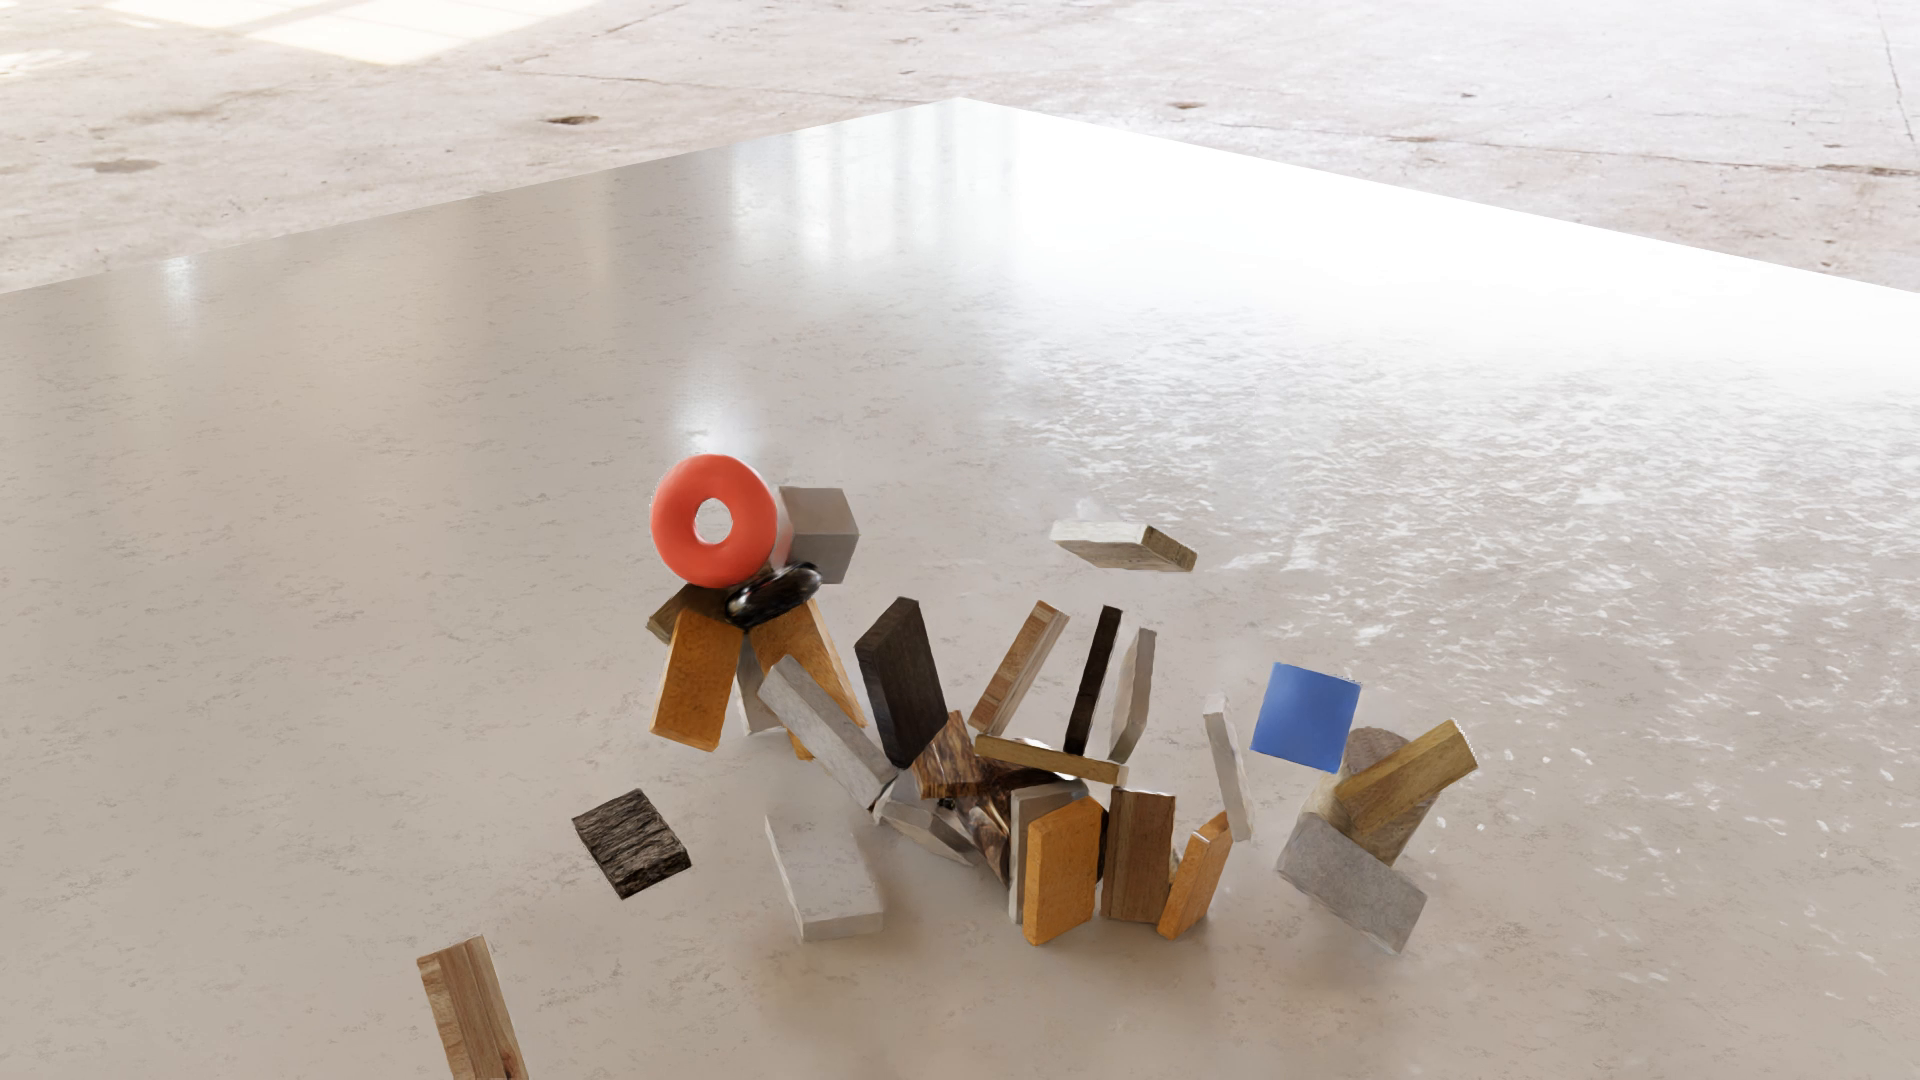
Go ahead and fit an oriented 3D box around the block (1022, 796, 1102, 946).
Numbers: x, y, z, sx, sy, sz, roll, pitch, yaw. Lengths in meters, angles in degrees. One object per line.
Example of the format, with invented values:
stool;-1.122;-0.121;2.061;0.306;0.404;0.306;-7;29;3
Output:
block;0.184;0.600;3.982;0.135;0.271;0.038;-20;40;-29

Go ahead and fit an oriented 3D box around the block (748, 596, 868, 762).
block;-0.326;0.292;4.670;0.157;0.315;0.045;-33;-24;18

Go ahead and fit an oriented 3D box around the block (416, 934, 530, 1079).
block;-0.777;0.785;3.530;0.039;0.278;0.139;-21;-5;19

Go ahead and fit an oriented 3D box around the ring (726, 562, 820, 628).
ring;-0.394;0.115;4.624;0.219;0.073;0.219;-25;7;4

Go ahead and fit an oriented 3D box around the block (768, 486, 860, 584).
block;-0.325;-0.009;4.764;0.148;0.148;0.148;1;43;-25

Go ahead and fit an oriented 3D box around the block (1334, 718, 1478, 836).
block;0.791;0.422;3.897;0.240;0.120;0.034;-32;42;4

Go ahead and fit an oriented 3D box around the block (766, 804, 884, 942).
block;-0.264;0.633;4.215;0.150;0.042;0.408;-6;24;-13

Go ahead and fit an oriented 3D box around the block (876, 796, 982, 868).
block;-0.056;0.559;4.200;0.118;0.033;0.236;15;-18;31

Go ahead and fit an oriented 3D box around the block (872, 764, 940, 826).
block;-0.091;0.487;4.338;0.118;0.236;0.033;-8;58;-20

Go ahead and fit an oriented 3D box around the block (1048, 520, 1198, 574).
block;0.297;0.012;4.040;0.133;0.038;0.265;29;-15;-33

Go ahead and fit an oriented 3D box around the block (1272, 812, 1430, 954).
block;0.690;0.605;3.874;0.277;0.120;0.034;36;-19;-13

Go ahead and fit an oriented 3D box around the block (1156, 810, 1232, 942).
block;0.436;0.611;4.014;0.034;0.238;0.119;33;37;26

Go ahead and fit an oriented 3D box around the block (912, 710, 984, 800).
block;-0.036;0.410;4.215;0.118;0.033;0.236;-2;30;-12

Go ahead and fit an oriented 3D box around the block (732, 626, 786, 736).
block;-0.425;0.255;4.791;0.157;0.315;0.045;-11;-12;-22

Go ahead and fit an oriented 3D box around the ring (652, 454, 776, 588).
ring;-0.521;-0.040;4.657;0.289;0.289;0.096;9;8;19

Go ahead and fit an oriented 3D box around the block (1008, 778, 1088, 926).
block;0.163;0.576;4.055;0.135;0.271;0.038;-8;26;-18

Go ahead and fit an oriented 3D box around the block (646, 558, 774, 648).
block;-0.509;0.134;4.725;0.158;0.045;0.315;41;54;6

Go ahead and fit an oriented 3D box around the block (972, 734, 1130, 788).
block;0.170;0.409;4.073;0.271;0.038;0.135;11;-5;13

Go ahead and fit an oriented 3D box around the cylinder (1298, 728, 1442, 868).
cylinder;0.784;0.505;4.220;0.206;0.206;0.206;16;36;-12

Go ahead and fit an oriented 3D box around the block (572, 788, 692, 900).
block;-0.604;0.554;4.036;0.139;0.039;0.278;-25;27;-17

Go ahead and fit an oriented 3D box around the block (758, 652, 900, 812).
block;-0.245;0.356;4.069;0.300;0.150;0.042;46;62;7

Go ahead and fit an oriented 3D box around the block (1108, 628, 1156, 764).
block;0.325;0.293;4.151;0.034;0.120;0.240;17;44;-6

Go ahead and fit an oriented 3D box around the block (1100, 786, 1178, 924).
block;0.331;0.585;4.080;0.119;0.238;0.034;6;3;12

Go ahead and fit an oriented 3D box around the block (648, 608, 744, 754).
block;-0.545;0.291;4.558;0.139;0.039;0.278;21;56;-17

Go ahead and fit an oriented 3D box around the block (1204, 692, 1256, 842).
block;0.477;0.400;3.890;0.034;0.238;0.119;-12;11;13

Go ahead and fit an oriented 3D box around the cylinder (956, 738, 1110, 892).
cylinder;0.143;0.537;4.194;0.235;0.235;0.235;-8;25;-19

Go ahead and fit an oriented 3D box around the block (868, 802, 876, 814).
block;-0.123;0.516;4.471;0.141;0.020;0.071;-15;16;-5

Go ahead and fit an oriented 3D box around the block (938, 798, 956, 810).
block;-0.056;0.512;4.529;0.141;0.020;0.071;15;27;31

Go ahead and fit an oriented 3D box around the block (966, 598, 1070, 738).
block;0.111;0.242;4.114;0.038;0.265;0.133;31;0;17

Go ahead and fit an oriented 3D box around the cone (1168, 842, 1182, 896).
cone;0.367;0.587;4.145;0.182;0.182;0.182;0;23;0

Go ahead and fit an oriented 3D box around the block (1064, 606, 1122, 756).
block;0.250;0.269;4.139;0.038;0.133;0.265;15;70;6

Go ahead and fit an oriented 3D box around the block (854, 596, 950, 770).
block;-0.107;0.268;4.110;0.042;0.300;0.150;14;45;32

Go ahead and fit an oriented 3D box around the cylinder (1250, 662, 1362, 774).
cylinder;0.623;0.321;3.965;0.163;0.163;0.163;16;-4;1
